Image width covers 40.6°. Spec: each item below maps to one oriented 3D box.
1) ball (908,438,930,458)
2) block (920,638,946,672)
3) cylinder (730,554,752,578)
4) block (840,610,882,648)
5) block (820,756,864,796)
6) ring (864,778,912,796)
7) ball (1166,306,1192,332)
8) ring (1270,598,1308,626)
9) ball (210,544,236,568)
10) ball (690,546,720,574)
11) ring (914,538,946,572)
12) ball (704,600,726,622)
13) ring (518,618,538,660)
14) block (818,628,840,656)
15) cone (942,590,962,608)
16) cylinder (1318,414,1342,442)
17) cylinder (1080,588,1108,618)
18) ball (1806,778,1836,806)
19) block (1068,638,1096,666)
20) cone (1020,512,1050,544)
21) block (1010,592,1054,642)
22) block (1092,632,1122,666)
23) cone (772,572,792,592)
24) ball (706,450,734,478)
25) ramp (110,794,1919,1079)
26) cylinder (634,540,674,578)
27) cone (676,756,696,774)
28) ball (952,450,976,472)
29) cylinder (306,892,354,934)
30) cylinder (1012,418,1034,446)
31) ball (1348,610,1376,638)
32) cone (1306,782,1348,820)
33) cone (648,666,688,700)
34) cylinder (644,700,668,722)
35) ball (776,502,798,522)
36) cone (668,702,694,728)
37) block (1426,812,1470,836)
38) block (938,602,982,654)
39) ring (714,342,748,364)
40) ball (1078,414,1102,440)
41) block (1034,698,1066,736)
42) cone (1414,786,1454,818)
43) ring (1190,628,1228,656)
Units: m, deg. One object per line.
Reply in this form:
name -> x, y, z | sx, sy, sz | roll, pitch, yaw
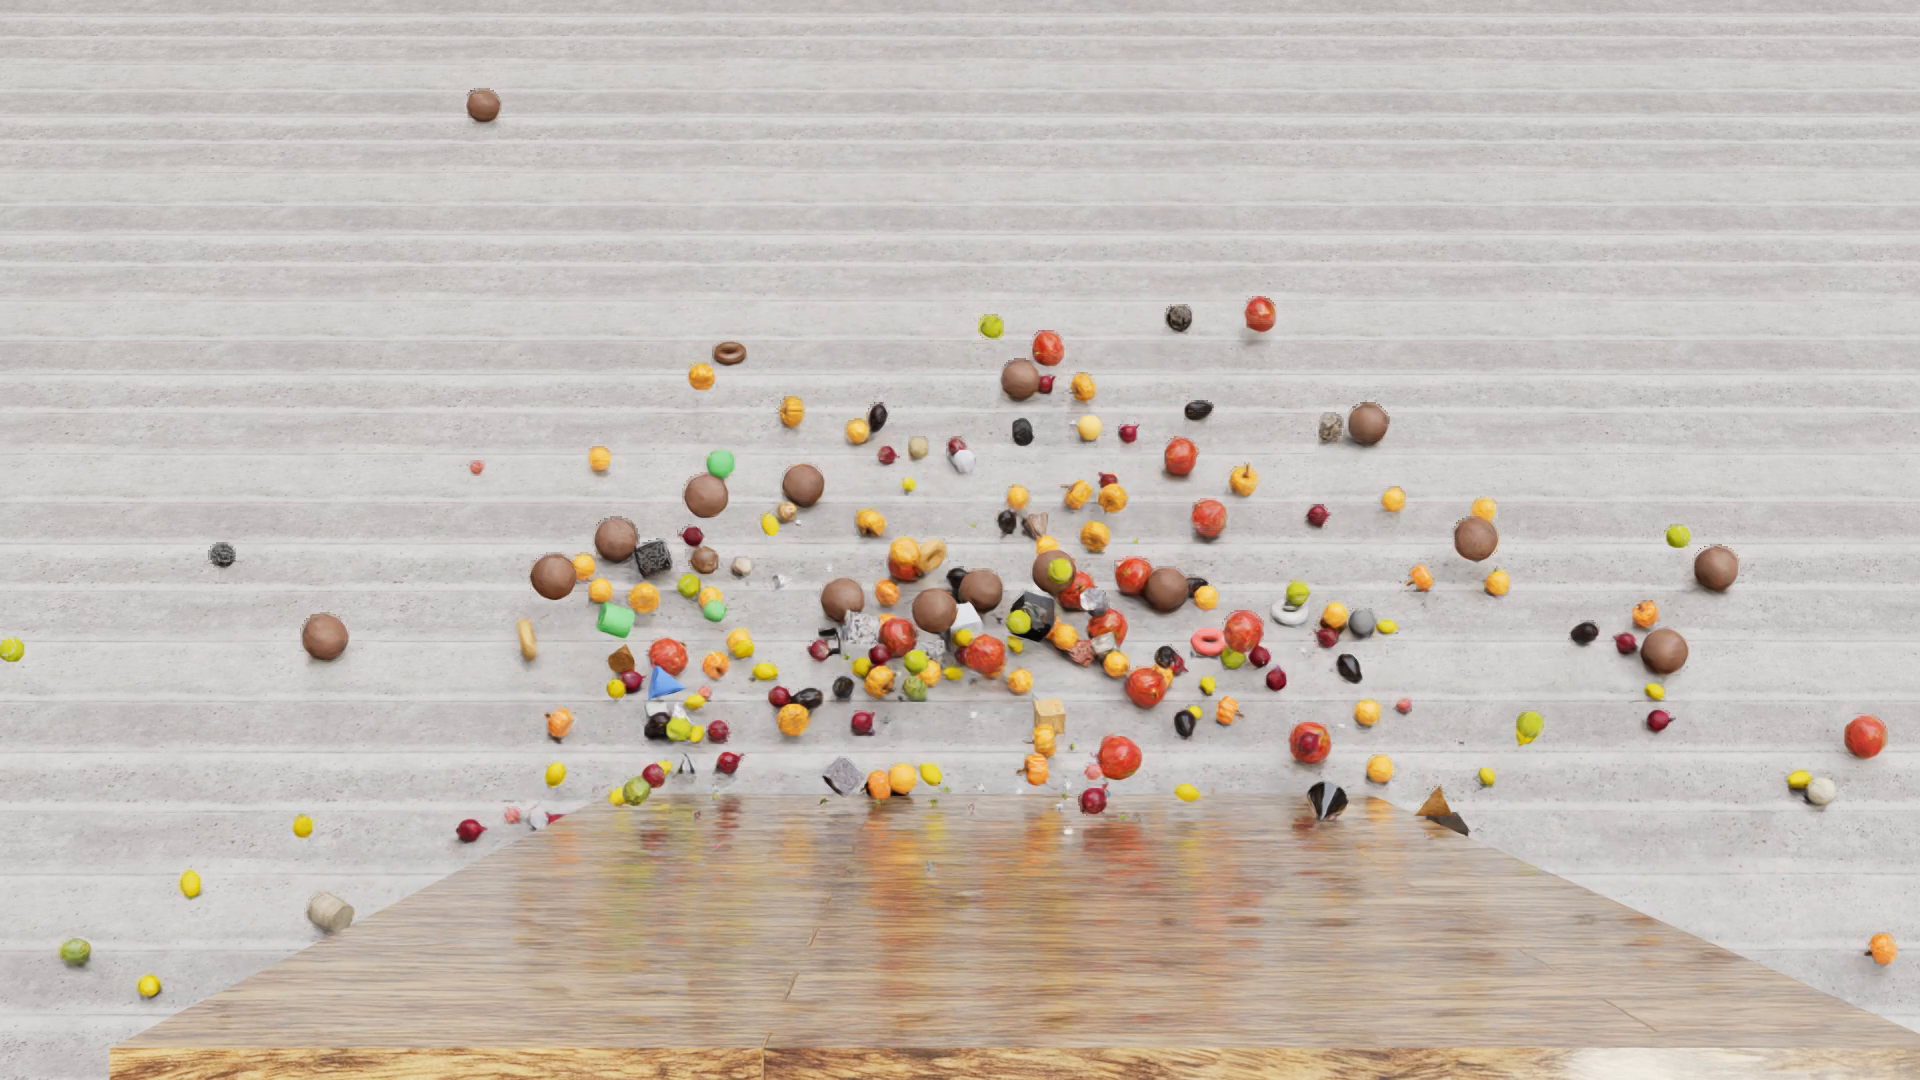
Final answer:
ball -> -0.133, -0.294, 8.293 | 0.068, 0.068, 0.068 | 0, 35, 0
block -> -0.077, 0.329, 7.393 | 0.064, 0.064, 0.064 | 5, 35, 8
cylinder -> -0.652, 0.078, 7.743 | 0.051, 0.051, 0.051 | 27, 31, -16
block -> -0.281, 0.252, 7.347 | 0.083, 0.083, 0.083 | 14, 1, -18
block -> -0.295, 0.591, 6.479 | 0.066, 0.066, 0.066 | -44, 17, -16
ring -> -0.188, 0.646, 6.804 | 0.125, 0.042, 0.125 | -1, -1, 0
ball -> 0.758, -0.765, 8.958 | 0.089, 0.089, 0.089 | 0, 35, 0
ring -> 0.963, 0.210, 7.590 | 0.110, 0.037, 0.110 | 0, 33, 0
ball -> -2.213, 0.047, 7.796 | 0.072, 0.072, 0.072 | 0, 35, 0
ball -> -0.748, 0.061, 7.614 | 0.084, 0.084, 0.084 | 0, 35, 0
ring -> -0.087, 0.045, 7.657 | 0.114, 0.114, 0.038 | -27, 56, -33
ball -> -0.708, 0.206, 7.496 | 0.063, 0.063, 0.063 | 0, 35, 0
ring -> -1.230, 0.281, 7.382 | 0.042, 0.126, 0.126 | -11, 36, -8
block -> -0.376, 0.294, 7.453 | 0.053, 0.053, 0.053 | -7, 35, -10
cone -> -0.020, 0.173, 7.618 | 0.065, 0.065, 0.065 | 0, 35, 0
cylinder -> 1.192, -0.359, 8.357 | 0.066, 0.066, 0.066 | 9, 38, 12
cylinder -> 0.382, 0.178, 7.394 | 0.067, 0.067, 0.067 | -7, 68, 18
ball -> 2.287, 0.667, 6.892 | 0.076, 0.076, 0.076 | 0, 35, 0
block -> 0.348, 0.322, 7.397 | 0.050, 0.050, 0.050 | 30, 15, -38
cone -> 0.241, -0.022, 7.923 | 0.091, 0.091, 0.091 | -9, 62, -13
block -> 0.207, 0.219, 7.406 | 0.092, 0.092, 0.092 | 17, 51, -19
block -> 0.418, 0.308, 7.386 | 0.058, 0.058, 0.058 | -19, 48, 8
cone -> -0.516, 0.120, 7.658 | 0.056, 0.056, 0.056 | -9, 35, -25
ball -> -0.756, -0.241, 8.198 | 0.089, 0.089, 0.089 | 0, 35, 0
ramp -> 0.076, 0.659, 4.817 | 2.000, 0.100, 4.000 | 0, -2, 0
cylinder -> -0.914, 0.055, 7.741 | 0.092, 0.092, 0.092 | -18, 36, 2
cone -> -0.735, 0.600, 6.972 | 0.052, 0.052, 0.052 | -3, -10, 0
ball -> 0.013, -0.250, 8.224 | 0.074, 0.074, 0.074 | 0, 35, 0
cylinder -> -1.571, 0.931, 6.481 | 0.081, 0.081, 0.081 | 23, 41, 24
cylinder -> 0.201, -0.349, 8.374 | 0.065, 0.065, 0.065 | -3, 34, -4
ball -> 1.162, 0.240, 7.501 | 0.082, 0.082, 0.082 | 0, 35, 0
cone -> 0.835, 0.621, 5.962 | 0.095, 0.095, 0.095 | 9, 28, 13
cone -> -0.799, 0.402, 7.162 | 0.098, 0.098, 0.098 | 12, 32, -16
cylinder -> -0.839, 0.472, 7.180 | 0.053, 0.053, 0.053 | -12, 36, -16
ball -> -0.533, -0.087, 7.998 | 0.063, 0.063, 0.063 | 0, 35, 0
cone -> -0.775, 0.477, 7.146 | 0.072, 0.072, 0.072 | -11, 1, 0
block -> 1.251, 0.756, 6.710 | 0.081, 0.081, 0.081 | 10, 25, -20
block -> 0.001, 0.253, 7.474 | 0.096, 0.096, 0.096 | -11, 36, -16
ring -> -0.779, -0.635, 8.814 | 0.115, 0.038, 0.115 | -1, 35, 1
ball -> 0.419, -0.364, 8.383 | 0.081, 0.081, 0.081 | 0, 35, 0
block -> 0.247, 0.489, 7.155 | 0.072, 0.072, 0.072 | -6, 35, -9
cone -> 1.096, 0.625, 6.052 | 0.079, 0.079, 0.079 | -25, 34, 8
ring -> 0.719, 0.292, 7.472 | 0.110, 0.037, 0.110 | 0, 36, 0
